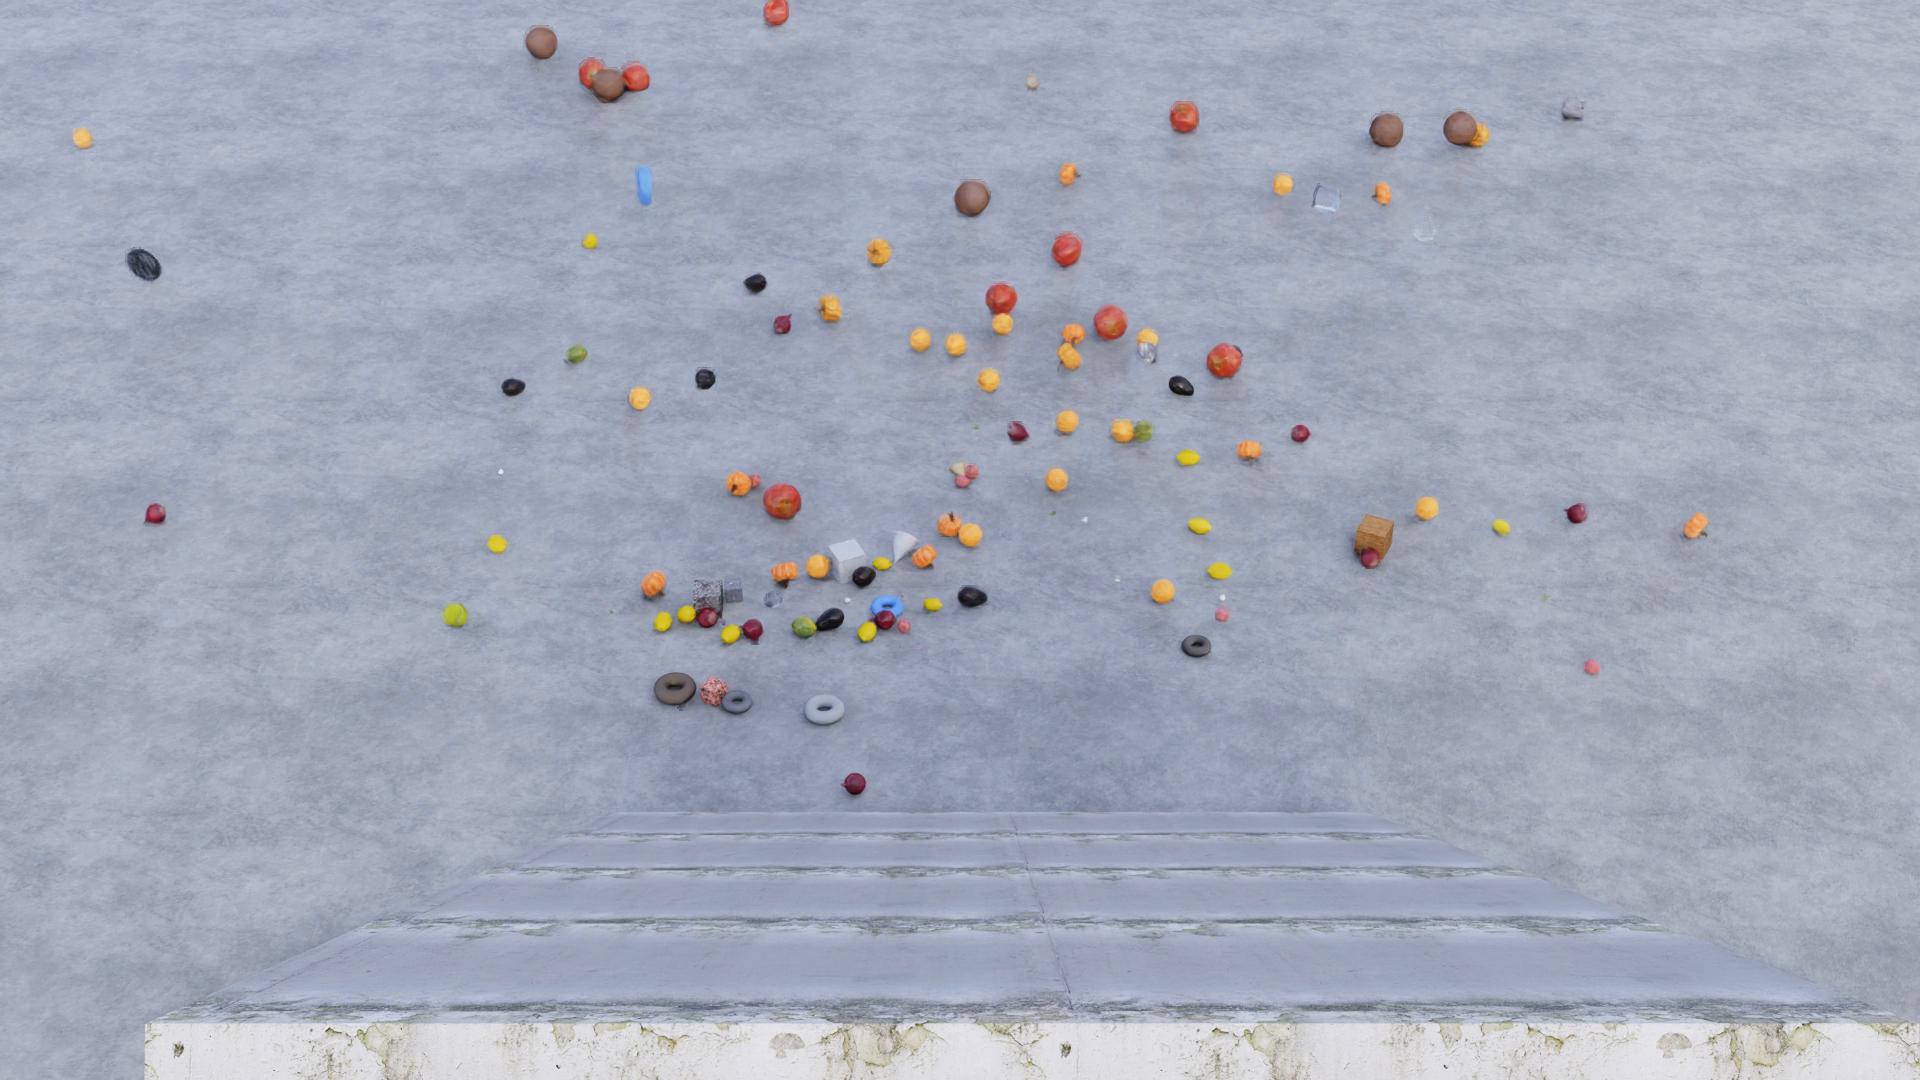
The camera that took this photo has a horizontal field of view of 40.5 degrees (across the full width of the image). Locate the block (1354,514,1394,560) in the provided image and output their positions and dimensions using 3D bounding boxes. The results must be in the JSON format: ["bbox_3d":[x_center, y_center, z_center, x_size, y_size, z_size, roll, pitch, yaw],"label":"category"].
[{"bbox_3d":[1.267,-0.009,7.955,0.090,0.090,0.090,16,40,20],"label":"block"}]

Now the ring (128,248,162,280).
[{"bbox_3d":[-2.882,-0.972,9.190,0.131,0.131,0.044,15,49,18],"label":"ring"}]

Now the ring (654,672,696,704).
[{"bbox_3d":[-0.813,0.423,7.424,0.121,0.040,0.121,1,37,-1],"label":"ring"}]

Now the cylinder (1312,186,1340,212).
[{"bbox_3d":[1.355,-1.260,9.617,0.085,0.085,0.085,14,39,18],"label":"cylinder"}]

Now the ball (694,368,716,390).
[{"bbox_3d":[-0.850,-0.537,8.673,0.068,0.068,0.068,0,37,0],"label":"ball"}]

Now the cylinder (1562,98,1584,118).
[{"bbox_3d":[2.405,-1.691,10.194,0.076,0.076,0.076,7,38,10],"label":"cylinder"}]

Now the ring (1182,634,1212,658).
[{"bbox_3d":[0.689,0.309,7.585,0.087,0.029,0.087,-1,37,1],"label":"ring"}]

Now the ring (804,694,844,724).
[{"bbox_3d":[-0.384,0.479,7.352,0.115,0.038,0.115,0,36,0],"label":"ring"}]

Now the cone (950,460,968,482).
[{"bbox_3d":[0.006,-0.210,8.274,0.060,0.060,0.060,-16,69,-20],"label":"cone"}]

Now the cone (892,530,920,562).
[{"bbox_3d":[-0.182,0.033,7.941,0.090,0.090,0.090,16,67,20],"label":"cone"}]

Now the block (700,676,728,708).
[{"bbox_3d":[-0.699,0.431,7.401,0.054,0.054,0.054,23,43,27],"label":"block"}]

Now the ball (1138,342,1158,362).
[{"bbox_3d":[0.635,-0.636,8.805,0.067,0.067,0.067,0,37,0],"label":"ball"}]

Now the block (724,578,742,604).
[{"bbox_3d":[-0.677,0.152,7.774,0.051,0.051,0.051,-4,37,-6],"label":"block"}]

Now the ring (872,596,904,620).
[{"bbox_3d":[-0.216,0.200,7.727,0.097,0.032,0.097,1,38,-1],"label":"ring"}]

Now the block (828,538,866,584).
[{"bbox_3d":[-0.341,0.065,7.861,0.086,0.086,0.086,-16,40,-20],"label":"block"}]

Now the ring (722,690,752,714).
[{"bbox_3d":[-0.633,0.459,7.385,0.089,0.030,0.089,1,37,-1],"label":"ring"}]

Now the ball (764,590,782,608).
[{"bbox_3d":[-0.557,0.176,7.741,0.053,0.053,0.053,0,37,0],"label":"ball"}]

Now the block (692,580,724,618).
[{"bbox_3d":[-0.747,0.176,7.717,0.082,0.082,0.082,-1,37,-1],"label":"block"}]

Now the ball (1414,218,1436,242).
[{"bbox_3d":[1.686,-1.125,9.439,0.084,0.084,0.084,0,37,0],"label":"ball"}]

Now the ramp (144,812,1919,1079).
[{"bbox_3d":[0.081,0.685,4.929,2.000,0.100,4.000,0,-3,0],"label":"ramp"}]

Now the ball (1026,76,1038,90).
[{"bbox_3d":[0.288,-1.825,10.393,0.052,0.052,0.052,0,37,0],"label":"ball"}]

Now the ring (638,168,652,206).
[{"bbox_3d":[-1.164,-1.306,9.614,0.048,0.145,0.145,-3,37,-9],"label":"ring"}]
